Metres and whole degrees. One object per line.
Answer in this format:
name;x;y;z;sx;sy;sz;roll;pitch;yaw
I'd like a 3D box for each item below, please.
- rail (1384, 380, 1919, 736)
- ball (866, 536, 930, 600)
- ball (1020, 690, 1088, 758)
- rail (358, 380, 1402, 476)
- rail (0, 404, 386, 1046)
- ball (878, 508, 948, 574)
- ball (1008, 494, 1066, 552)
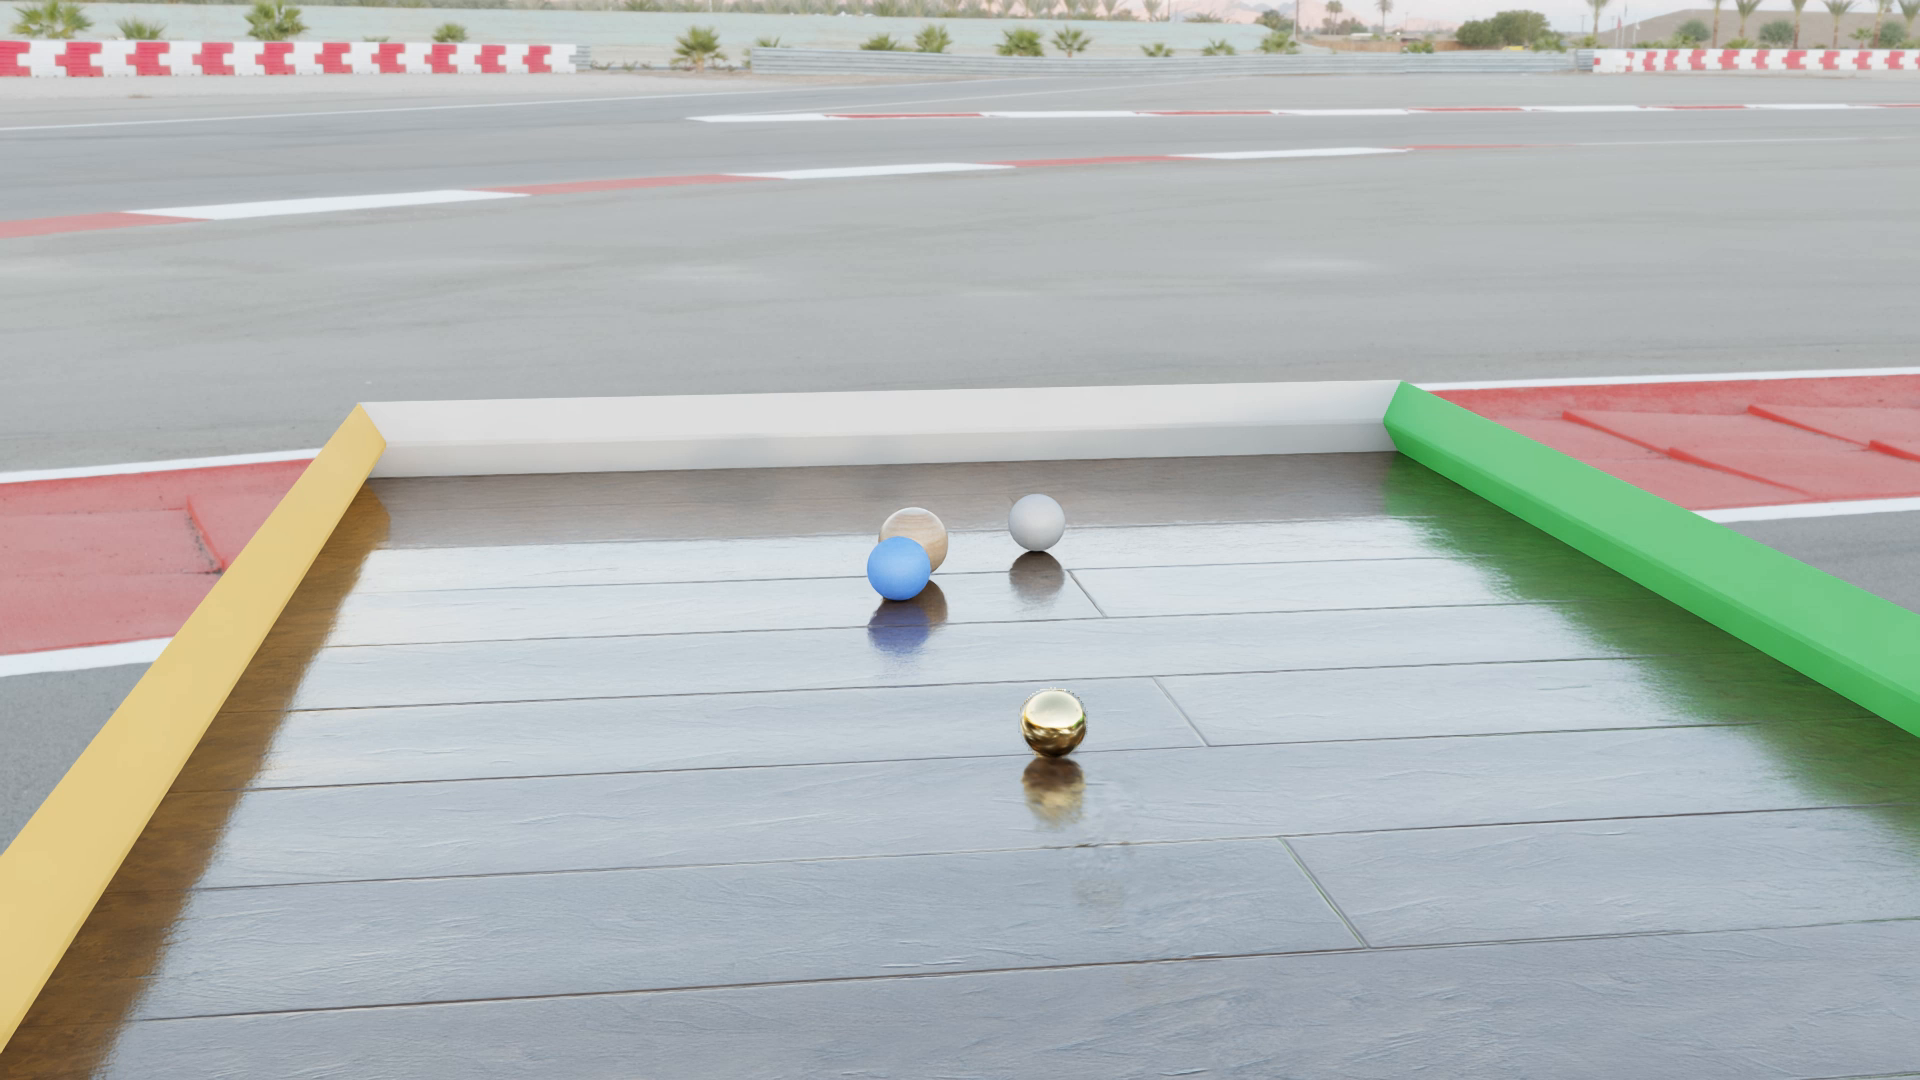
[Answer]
rail;0.930;0.122;2.263;0.045;0.120;3.018;-2;13;-8
ball;-0.076;0.035;2.737;0.080;0.080;0.080;0;13;0
ball;0.091;0.179;2.143;0.065;0.065;0.065;0;13;0
rail;-0.100;-0.180;3.586;1.716;0.120;0.045;-2;13;-8
rail;-0.723;0.174;2.040;0.045;0.120;3.018;-2;13;-8
ball;-0.061;0.004;2.849;0.092;0.092;0.092;0;13;0
ball;0.105;-0.024;3.000;0.078;0.078;0.078;0;13;0
